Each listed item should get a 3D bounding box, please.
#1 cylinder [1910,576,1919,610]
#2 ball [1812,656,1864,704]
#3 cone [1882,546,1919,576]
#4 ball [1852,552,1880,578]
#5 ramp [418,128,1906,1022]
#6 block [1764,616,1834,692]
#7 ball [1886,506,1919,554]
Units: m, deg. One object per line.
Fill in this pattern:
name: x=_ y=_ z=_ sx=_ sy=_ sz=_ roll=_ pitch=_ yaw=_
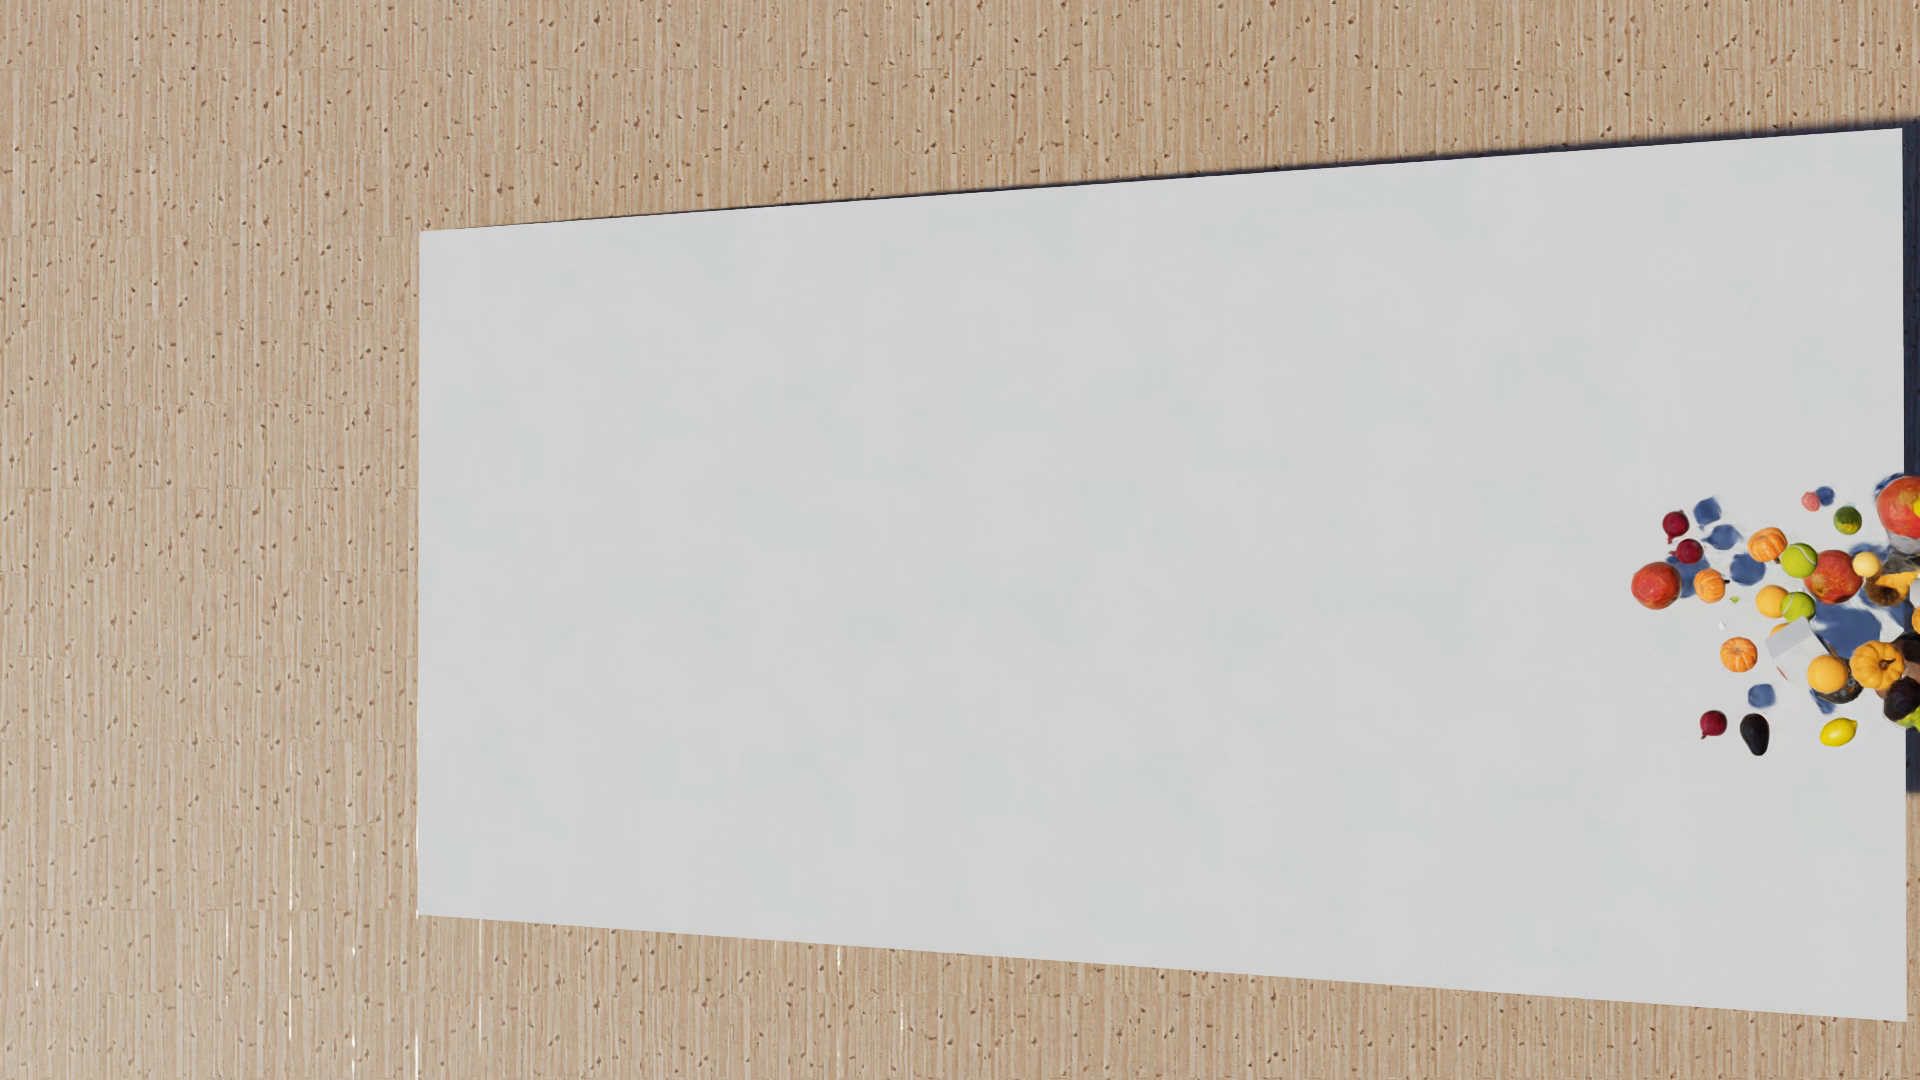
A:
cylinder: x=1.840 y=0.100 z=4.141 sx=0.068 sy=0.068 sz=0.068 roll=1 pitch=86 yaw=-18
ball: x=1.692 y=0.271 z=4.237 sx=0.093 sy=0.093 sz=0.093 roll=0 pitch=89 yaw=0
cone: x=1.771 y=0.041 z=4.145 sx=0.098 sy=0.098 sz=0.098 roll=14 pitch=50 yaw=-18
ball: x=1.760 y=0.047 z=4.268 sx=0.051 sy=0.051 sz=0.051 roll=0 pitch=89 yaw=0
ramp: x=0.283 y=0.086 z=5.728 sx=4.000 sy=0.100 sz=2.000 roll=0 pitch=89 yaw=22
block: x=1.661 y=0.225 z=4.342 sx=0.092 sy=0.092 sz=0.092 roll=-37 pitch=102 yaw=20
ball: x=1.756 y=-0.018 z=4.055 sx=0.088 sy=0.088 sz=0.088 roll=0 pitch=89 yaw=0
